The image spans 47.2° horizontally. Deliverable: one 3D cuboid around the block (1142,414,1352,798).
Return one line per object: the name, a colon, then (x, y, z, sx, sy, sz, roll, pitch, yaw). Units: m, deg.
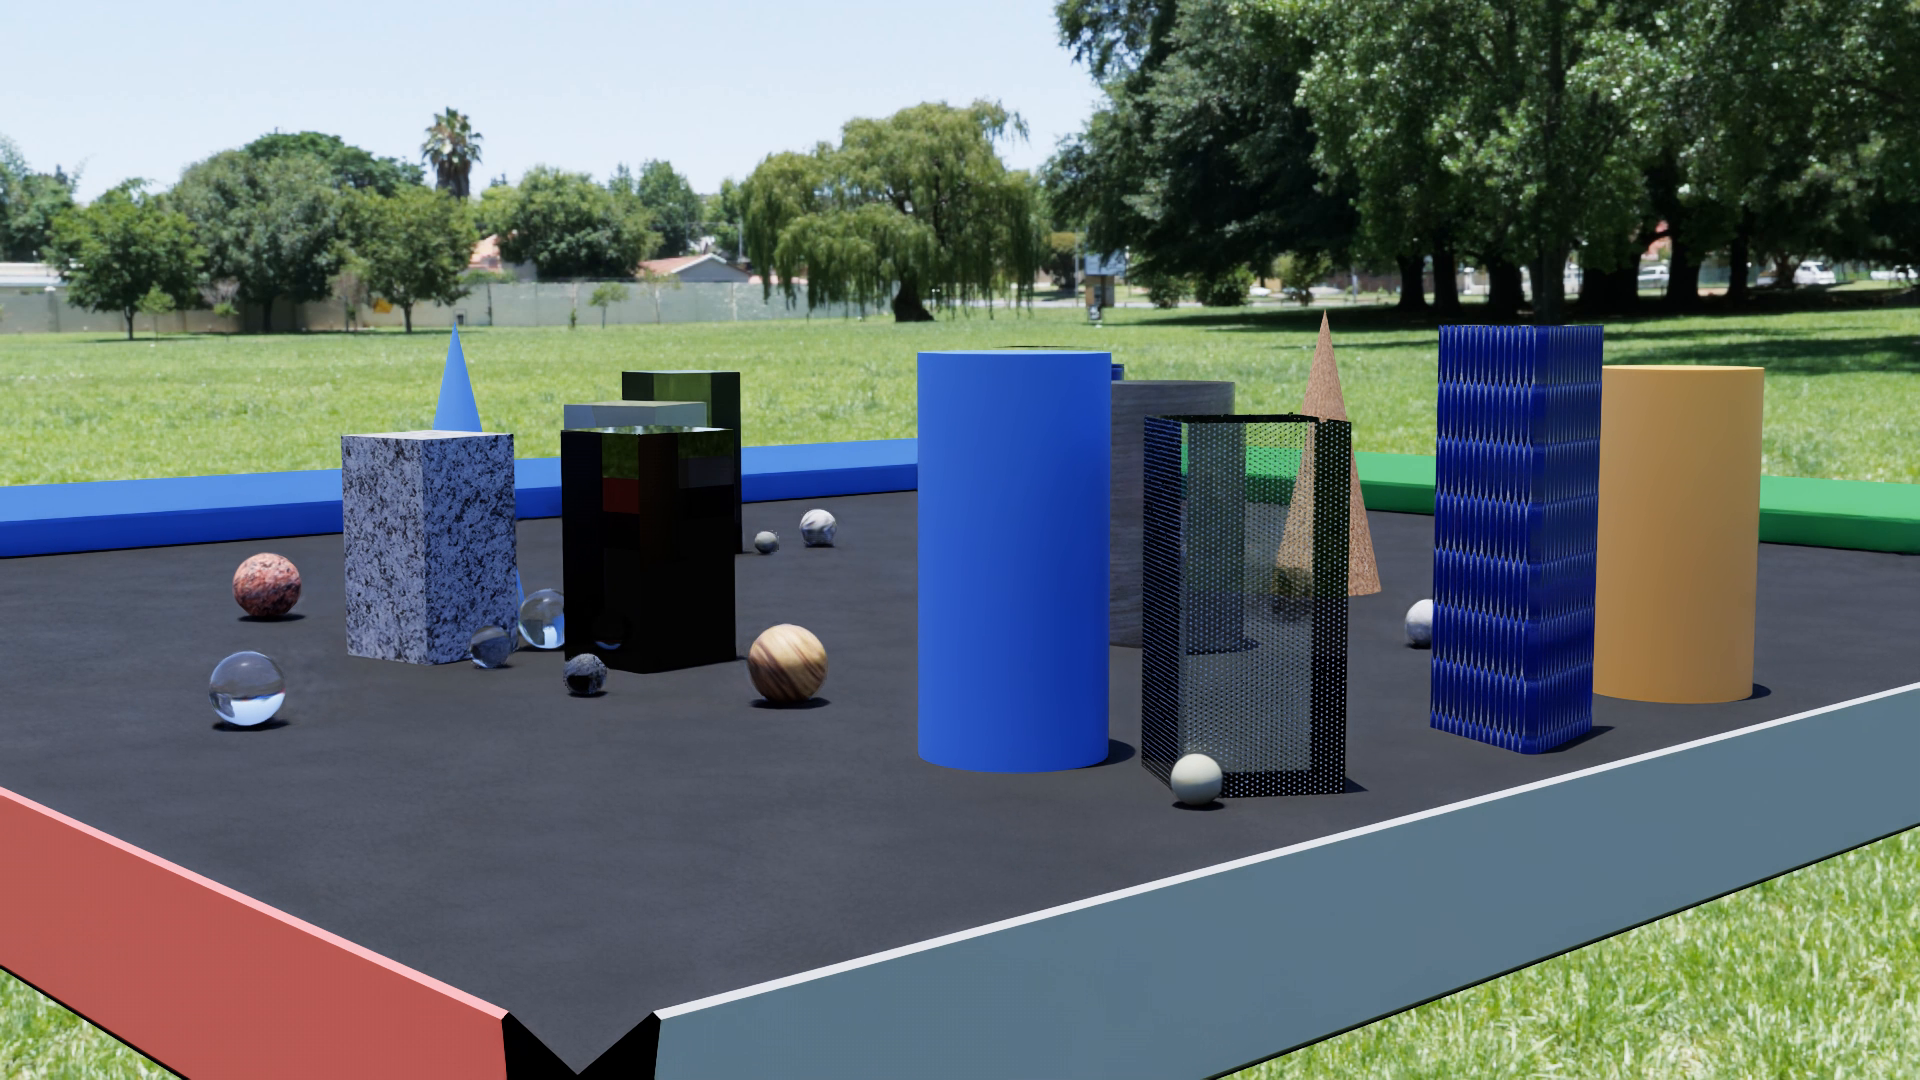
block: (0.266, 0.057, 2.069, 0.153, 0.342, 0.153, -1, 6, -10)

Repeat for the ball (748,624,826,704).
ball: (-0.195, 0.140, 2.484, 0.090, 0.090, 0.090, 0, 6, 0)

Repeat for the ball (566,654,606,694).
ball: (-0.433, 0.155, 2.545, 0.047, 0.047, 0.047, 0, 6, 0)

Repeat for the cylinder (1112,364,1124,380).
cylinder: (0.229, -0.181, 4.360, 0.191, 0.335, 0.191, 0, 6, 0)

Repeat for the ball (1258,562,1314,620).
ball: (0.468, 0.073, 3.157, 0.081, 0.081, 0.081, 0, 6, 0)

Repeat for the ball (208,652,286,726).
ball: (-0.763, 0.159, 2.354, 0.079, 0.079, 0.079, 0, 6, 0)

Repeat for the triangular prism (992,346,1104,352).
triangular prism: (0.109, -0.090, 3.245, 0.166, 0.389, 0.144, -2, 6, -14)

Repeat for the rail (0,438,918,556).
rail: (-1.087, -0.091, 4.504, 3.479, 0.124, 0.045, -6, 8, -42)

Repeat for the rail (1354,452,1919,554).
rail: (1.261, -0.089, 4.489, 0.045, 0.124, 3.253, -6, 8, -42)

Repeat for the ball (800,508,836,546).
ball: (-0.268, -0.024, 4.144, 0.069, 0.069, 0.069, 0, 6, 0)

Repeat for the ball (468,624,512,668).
ball: (-0.584, 0.132, 2.733, 0.053, 0.053, 0.053, 0, 6, 0)

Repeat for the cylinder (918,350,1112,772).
cylinder: (0.054, 0.014, 2.189, 0.191, 0.401, 0.191, 0, 6, 0)

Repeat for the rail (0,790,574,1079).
rail: (-1.261, 0.154, 2.175, 0.045, 0.124, 3.253, -6, 8, -42)

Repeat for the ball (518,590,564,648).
ball: (-0.541, 0.104, 2.888, 0.078, 0.078, 0.078, 0, 6, 0)

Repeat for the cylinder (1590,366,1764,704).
cylinder: (0.829, -0.012, 2.562, 0.191, 0.376, 0.191, 0, 6, 0)

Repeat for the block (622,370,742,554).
block: (-0.505, -0.140, 3.997, 0.153, 0.331, 0.153, -5, 8, -41)

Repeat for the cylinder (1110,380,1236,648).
cylinder: (0.272, -0.039, 2.957, 0.191, 0.346, 0.191, 0, 6, 0)

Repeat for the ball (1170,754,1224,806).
ball: (0.213, 0.215, 1.974, 0.047, 0.047, 0.047, 0, 6, 0)

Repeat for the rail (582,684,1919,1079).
rail: (1.087, 0.156, 2.161, 3.479, 0.124, 0.045, -6, 8, -42)

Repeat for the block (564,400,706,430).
block: (-0.479, -0.051, 3.269, 0.153, 0.305, 0.153, 2, 6, 22)

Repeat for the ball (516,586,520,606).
ball: (-0.651, 0.082, 3.007, 0.096, 0.096, 0.096, 0, 6, 0)

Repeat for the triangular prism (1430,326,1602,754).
triangular prism: (0.561, -0.009, 2.287, 0.144, 0.427, 0.166, 4, 7, 36)

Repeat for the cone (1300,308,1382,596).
cone: (0.575, -0.144, 3.485, 0.191, 0.445, 0.191, 0, 6, 0)

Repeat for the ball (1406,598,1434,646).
ball: (0.620, 0.109, 2.902, 0.063, 0.063, 0.063, 0, 6, 0)

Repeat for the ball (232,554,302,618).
ball: (-0.998, 0.066, 3.168, 0.094, 0.094, 0.094, 0, 6, 0)

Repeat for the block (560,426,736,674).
block: (-0.393, 0.007, 2.778, 0.153, 0.293, 0.153, 6, 8, 42)

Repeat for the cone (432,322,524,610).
cone: (-0.710, -0.096, 3.110, 0.191, 0.428, 0.191, 0, 6, 0)

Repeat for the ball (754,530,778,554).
ball: (-0.353, 0.004, 4.005, 0.042, 0.042, 0.042, 0, 6, 0)

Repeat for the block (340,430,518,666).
block: (-0.684, 0.005, 2.843, 0.153, 0.283, 0.153, 4, 7, 35)
